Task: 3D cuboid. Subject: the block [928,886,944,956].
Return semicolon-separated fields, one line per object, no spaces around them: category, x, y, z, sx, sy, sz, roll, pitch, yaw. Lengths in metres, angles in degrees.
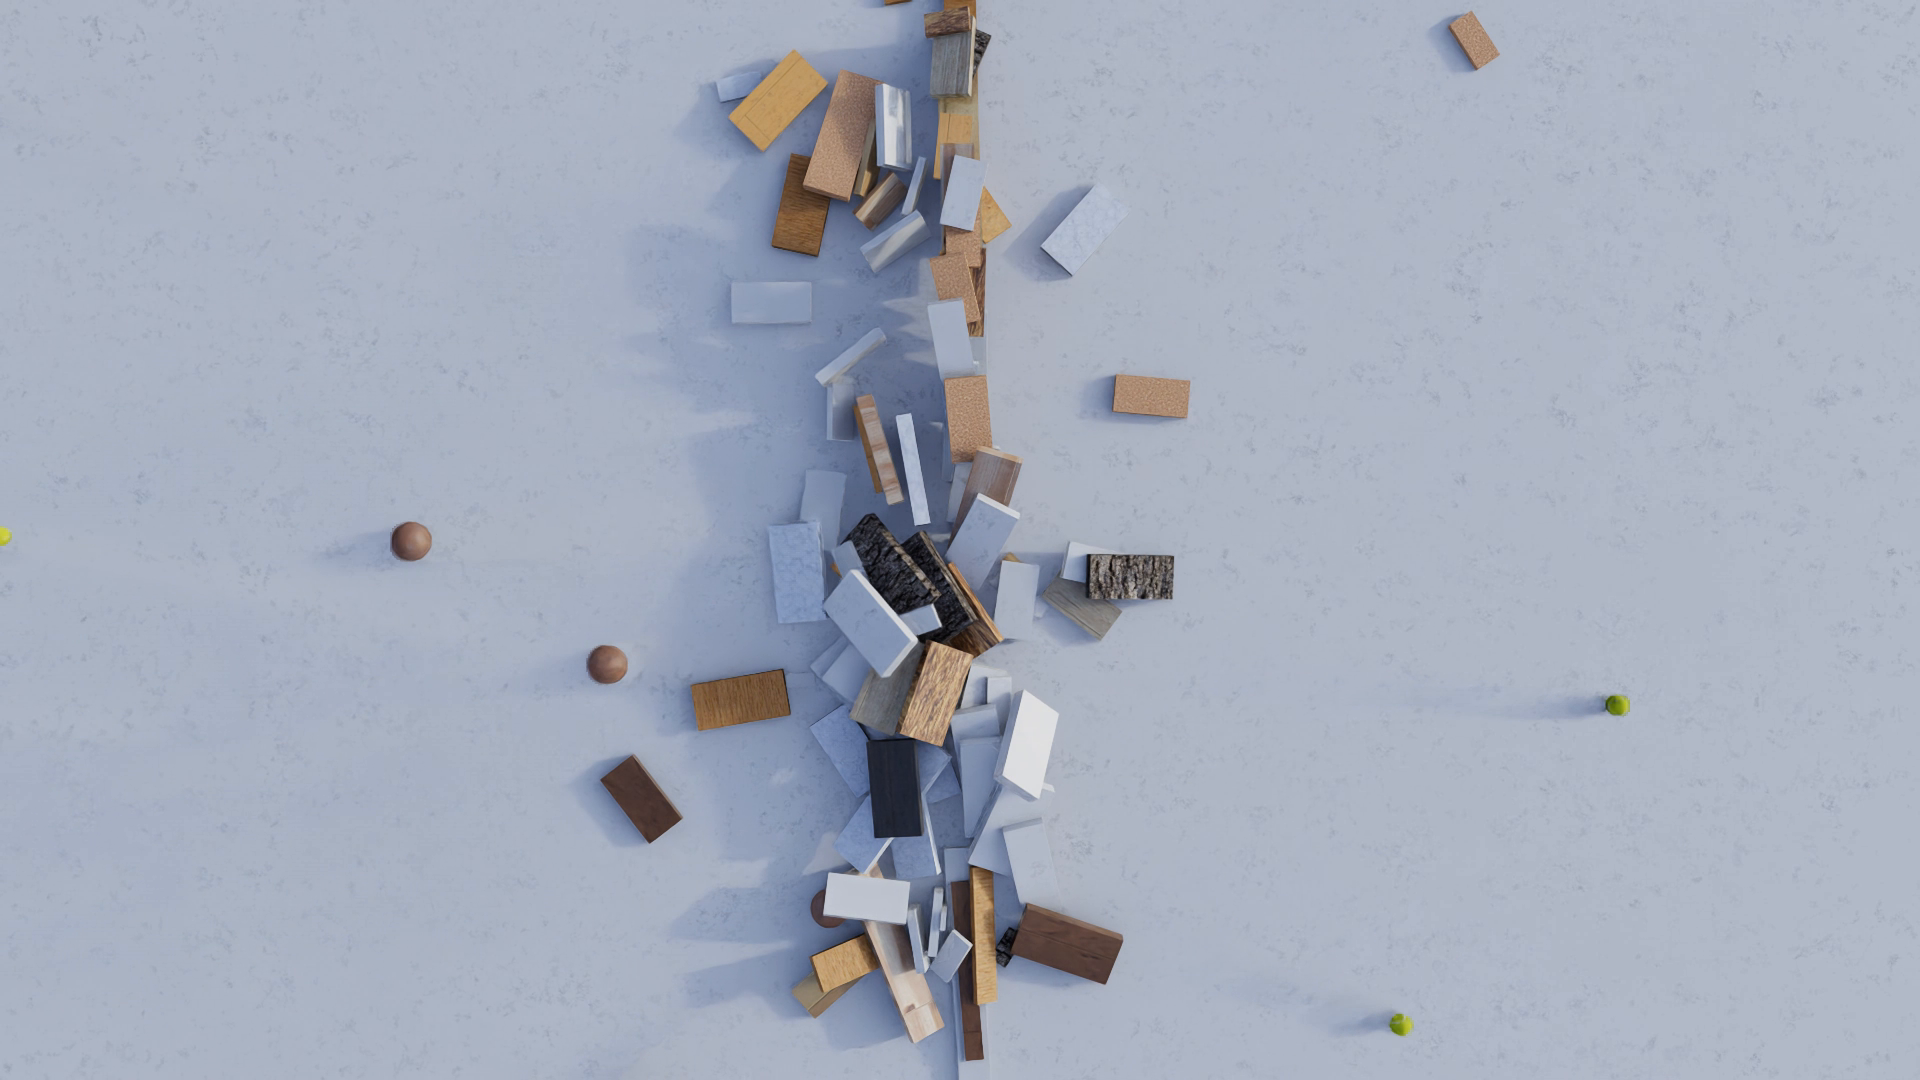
block;-0.080;1.260;5.448;0.029;0.104;0.208;6;90;0

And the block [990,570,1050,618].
block;0.198;0.181;5.492;0.208;0.016;0.058;33;90;0

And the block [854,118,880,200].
block;-0.292;-1.255;5.453;0.026;0.090;0.254;13;90;24

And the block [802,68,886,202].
block;-0.381;-1.335;5.447;0.156;0.044;0.417;17;81;0

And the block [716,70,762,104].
block;-0.731;-1.508;5.489;0.149;0.021;0.074;-13;90;0

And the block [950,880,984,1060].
block;0.024;1.426;5.462;0.060;0.017;0.590;-5;90;0

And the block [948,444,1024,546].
block;0.081;-0.118;5.379;0.152;0.043;0.372;17;118;0

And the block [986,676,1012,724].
block;0.126;0.528;5.432;0.080;0.023;0.159;-1;101;-12

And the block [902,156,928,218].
block;-0.148;-1.160;5.453;0.026;0.093;0.199;17;90;3

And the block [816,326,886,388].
block;-0.360;-0.602;5.434;0.263;0.131;0.037;-39;90;0

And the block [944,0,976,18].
block;0.006;-1.515;5.461;0.106;0.030;1.079;-1;89;1

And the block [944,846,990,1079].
block;0.026;1.429;5.485;0.104;0.029;0.815;-4;90;0

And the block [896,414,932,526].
block;-0.152;-0.228;5.410;0.051;0.180;0.360;-10;90;0

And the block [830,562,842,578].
block;-0.383;0.122;5.471;0.016;0.058;0.115;-44;90;0

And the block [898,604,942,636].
block;-0.144;0.267;5.311;0.156;0.022;0.078;-20;96;18

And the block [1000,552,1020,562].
block;0.185;0.090;5.493;0.097;0.014;0.049;45;90;0

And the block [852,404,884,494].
block;-0.304;-0.300;5.461;0.022;0.078;0.296;-15;90;0

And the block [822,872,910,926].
block;-0.304;1.170;5.378;0.269;0.038;0.135;8;67;-4

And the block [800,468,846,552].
block;-0.460;-0.100;5.481;0.131;0.037;0.263;8;90;0

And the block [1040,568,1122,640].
block;0.403;0.213;5.483;0.247;0.035;0.123;37;90;0

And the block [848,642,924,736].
block;-0.225;0.463;5.357;0.157;0.044;0.313;23;85;4

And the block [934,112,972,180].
block;-0.023;-1.282;5.390;0.106;0.030;0.212;6;89;1

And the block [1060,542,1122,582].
block;0.464;0.090;5.456;0.247;0.035;0.123;12;90;-13

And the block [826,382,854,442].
block;-0.396;-0.423;5.458;0.026;0.093;0.186;1;90;45

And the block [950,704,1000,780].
block;0.065;0.698;5.432;0.153;0.043;0.307;-10;108;0

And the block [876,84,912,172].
block;-0.218;-1.358;5.438;0.037;0.131;0.261;-1;90;40

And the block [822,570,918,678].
block;-0.293;0.269;5.331;0.327;0.046;0.163;48;111;24

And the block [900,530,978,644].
block;-0.102;0.162;5.385;0.172;0.049;0.344;-36;78;24

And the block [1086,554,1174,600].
block;0.561;0.121;5.440;0.288;0.041;0.144;1;92;-12

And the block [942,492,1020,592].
block;0.060;0.008;5.395;0.152;0.043;0.304;27;117;-4

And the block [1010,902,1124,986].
block;0.351;1.334;5.450;0.337;0.048;0.168;19;102;-3

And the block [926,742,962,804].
block;-0.108;0.726;5.480;0.142;0.040;0.284;-19;90;0

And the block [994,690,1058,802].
block;0.216;0.667;5.354;0.163;0.046;0.327;36;50;-25

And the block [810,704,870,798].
block;-0.362;0.698;5.480;0.142;0.040;0.284;-34;90;0

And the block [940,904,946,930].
block;-0.054;1.243;5.440;0.017;0.121;0.060;5;90;0

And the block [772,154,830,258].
block;-0.516;-1.112;5.478;0.156;0.044;0.311;12;90;0

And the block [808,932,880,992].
block;-0.365;1.383;5.428;0.241;0.034;0.121;-18;86;-26

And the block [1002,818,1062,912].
block;0.238;1.075;5.425;0.135;0.038;0.324;-13;110;-1

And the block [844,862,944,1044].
block;-0.222;1.358;5.458;0.121;0.034;0.601;-22;90;-26

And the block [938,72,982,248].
block;-0.001;-1.278;5.423;0.131;0.037;0.829;-2;89;1

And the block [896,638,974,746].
block;-0.083;0.495;5.336;0.157;0.044;0.313;21;87;-24

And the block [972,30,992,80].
block;0.025;-1.583;5.397;0.090;0.026;0.181;23;89;1

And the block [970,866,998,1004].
block;0.077;1.303;5.456;0.080;0.023;0.447;0;87;-33

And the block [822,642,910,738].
block;-0.263;0.493;5.401;0.344;0.049;0.172;38;86;6

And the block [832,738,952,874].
block;-0.225;0.860;5.417;0.144;0.041;0.481;37;94;21

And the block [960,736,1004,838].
block;0.092;0.811;5.421;0.168;0.048;0.337;-4;108;-2
